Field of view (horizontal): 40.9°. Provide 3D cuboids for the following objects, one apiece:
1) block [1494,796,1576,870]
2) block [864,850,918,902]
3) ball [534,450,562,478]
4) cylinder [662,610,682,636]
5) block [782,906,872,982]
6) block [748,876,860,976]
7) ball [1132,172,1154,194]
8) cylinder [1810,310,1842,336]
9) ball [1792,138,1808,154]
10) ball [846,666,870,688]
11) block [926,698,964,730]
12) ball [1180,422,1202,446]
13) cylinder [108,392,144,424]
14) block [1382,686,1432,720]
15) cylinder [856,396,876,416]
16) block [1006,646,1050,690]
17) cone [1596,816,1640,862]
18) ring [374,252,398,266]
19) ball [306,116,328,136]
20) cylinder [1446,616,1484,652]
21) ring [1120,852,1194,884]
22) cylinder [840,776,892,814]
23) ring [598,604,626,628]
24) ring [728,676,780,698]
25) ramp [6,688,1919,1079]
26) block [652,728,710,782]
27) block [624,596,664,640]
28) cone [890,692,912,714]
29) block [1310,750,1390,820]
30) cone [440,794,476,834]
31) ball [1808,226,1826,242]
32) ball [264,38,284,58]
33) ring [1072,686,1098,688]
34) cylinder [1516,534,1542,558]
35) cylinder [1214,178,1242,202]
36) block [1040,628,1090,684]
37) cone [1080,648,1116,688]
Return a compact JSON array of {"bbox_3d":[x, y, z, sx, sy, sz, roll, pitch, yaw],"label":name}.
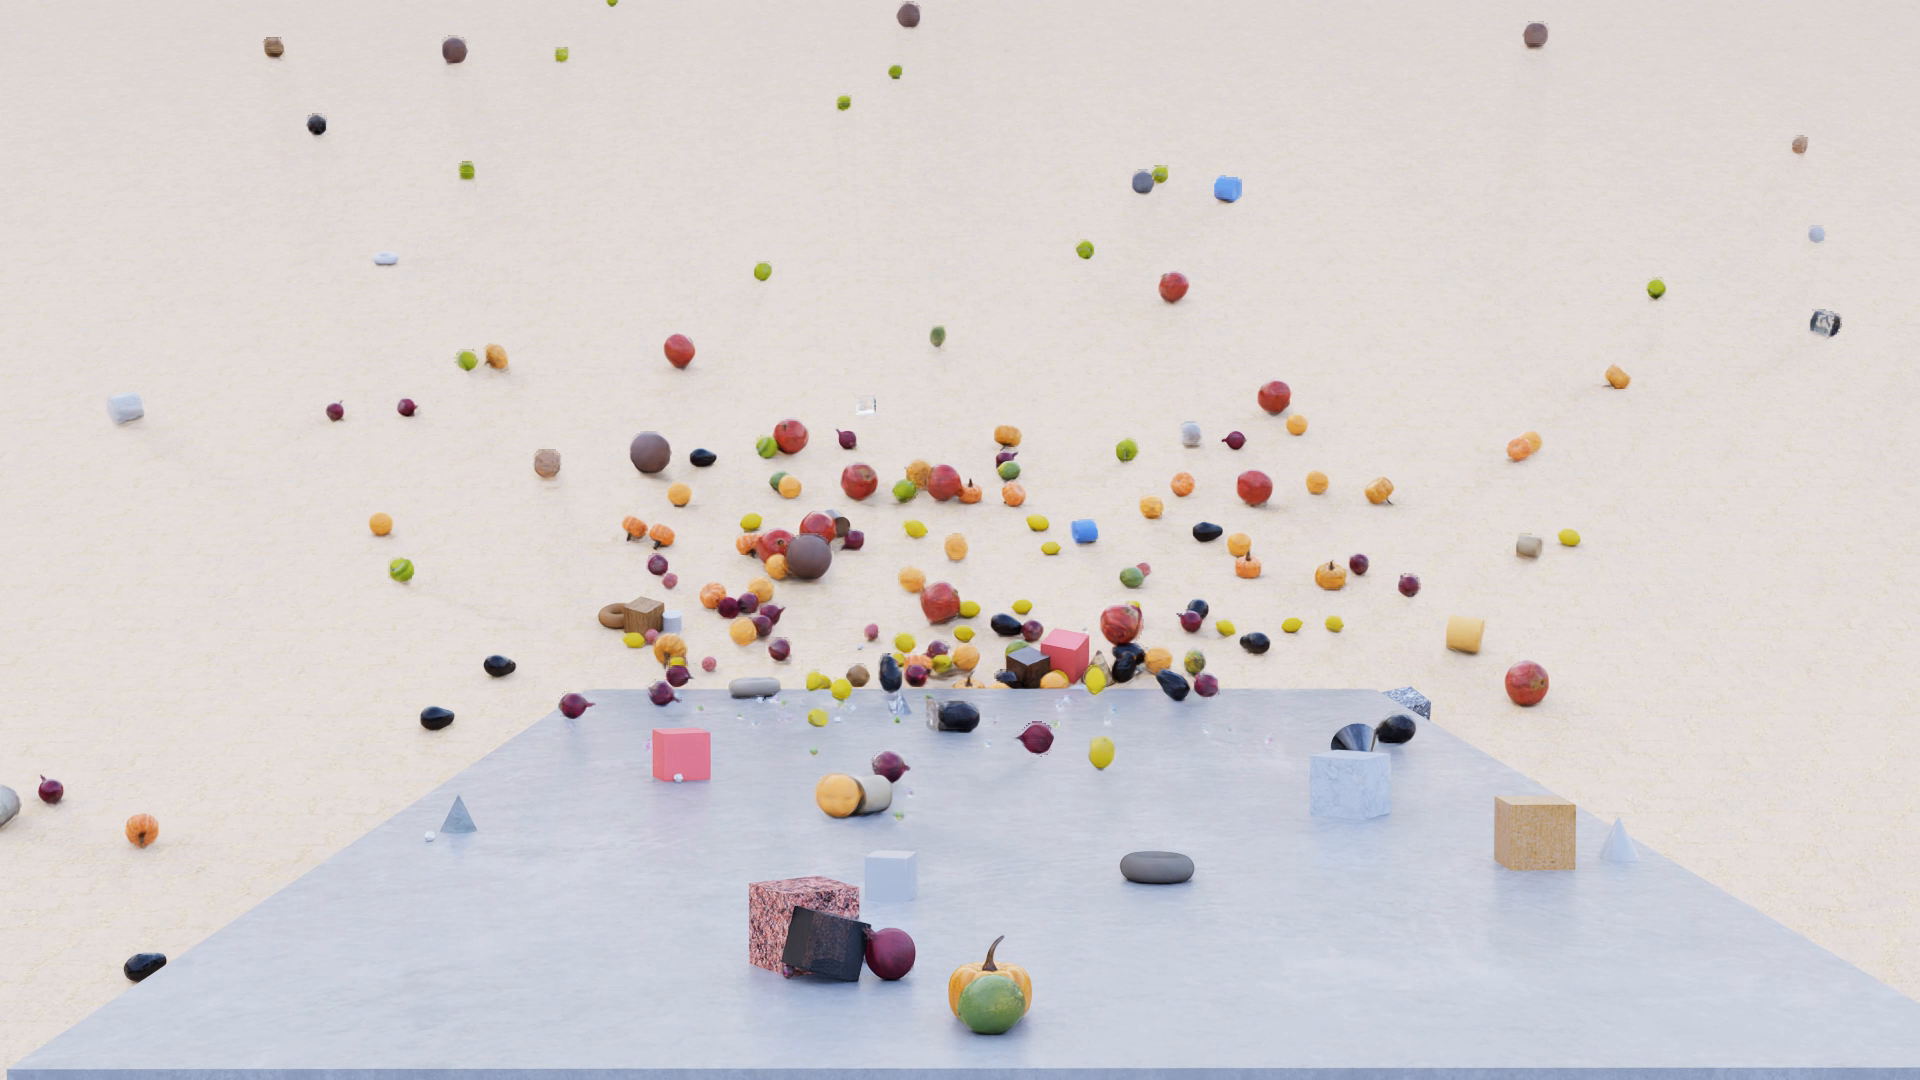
[{"bbox_3d":[0.844,0.430,3.783,0.095,0.095,0.095,0,2,-2],"label":"block"},{"bbox_3d":[-0.094,0.458,3.513,0.059,0.059,0.059,0,2,13],"label":"block"},{"bbox_3d":[-1.289,-0.237,8.040,0.087,0.087,0.087,0,24,0],"label":"ball"},{"bbox_3d":[-0.787,0.226,7.046,0.053,0.053,0.053,0,24,0],"label":"cylinder"},{"bbox_3d":[-0.154,0.465,2.973,0.067,0.067,0.067,18,-8,-32],"label":"block"},{"bbox_3d":[-0.185,0.456,3.050,0.096,0.096,0.096,-1,2,-33],"label":"block"},{"bbox_3d":[0.771,-1.507,10.869,0.094,0.094,0.094,0,24,0],"label":"ball"},{"bbox_3d":[3.109,-0.777,9.257,0.078,0.078,0.078,-20,32,-38],"label":"cylinder"},{"bbox_3d":[3.733,-1.753,11.449,0.069,0.069,0.069,0,24,0],"label":"ball"},{"bbox_3d":[-0.260,0.349,6.580,0.059,0.059,0.059,0,24,0],"label":"ball"},{"bbox_3d":[-0.032,0.380,5.630,0.063,0.063,0.063,-1,2,-25],"label":"block"},{"bbox_3d":[0.743,-0.341,8.290,0.072,0.072,0.072,0,24,0],"label":"ball"},{"bbox_3d":[-2.747,-0.434,8.480,0.087,0.087,0.087,-19,30,-36],"label":"cylinder"},{"bbox_3d":[1.122,0.441,6.515,0.096,0.096,0.096,-10,26,-22],"label":"block"},{"bbox_3d":[-0.313,-0.445,8.539,0.059,0.059,0.059,-5,25,-10],"label":"cylinder"},{"bbox_3d":[0.179,0.339,6.758,0.081,0.081,0.081,-20,31,-37],"label":"block"},{"bbox_3d":[0.983,0.443,3.847,0.063,0.063,0.063,0,2,0],"label":"cone"},{"bbox_3d":[-2.233,-1.095,10.026,0.097,0.032,0.097,-1,23,0],"label":"ring"},{"bbox_3d":[-2.926,-1.886,11.722,0.089,0.089,0.089,0,24,0],"label":"ball"},{"bbox_3d":[1.360,0.253,6.944,0.087,0.087,0.087,9,26,19],"label":"cylinder"},{"bbox_3d":[0.280,0.465,3.658,0.106,0.035,0.106,1,1,0],"label":"ring"},{"bbox_3d":[-0.157,0.427,4.318,0.063,0.063,0.063,2,16,-45],"label":"cylinder"},{"bbox_3d":[-0.940,0.208,7.105,0.116,0.039,0.116,-1,23,0],"label":"ring"},{"bbox_3d":[-0.509,0.364,6.370,0.130,0.043,0.130,-1,3,0],"label":"ring"},{"bbox_3d":[0.055,0.500,4.546,2.000,0.100,4.000,0,2,0],"label":"ramp"},{"bbox_3d":[-0.518,0.398,4.786,0.088,0.088,0.088,-1,2,-21],"label":"block"},{"bbox_3d":[-0.863,0.213,7.043,0.080,0.080,0.080,14,28,29],"label":"block"},{"bbox_3d":[-0.137,0.374,5.936,0.054,0.054,0.054,0,2,0],"label":"cone"},{"bbox_3d":[0.653,0.409,4.313,0.099,0.099,0.099,1,3,35],"label":"block"},{"bbox_3d":[-0.803,0.436,4.127,0.059,0.059,0.059,0,2,0],"label":"cone"},{"bbox_3d":[3.413,-1.217,10.256,0.065,0.065,0.065,0,24,0],"label":"ball"},{"bbox_3d":[-3.483,-2.497,13.075,0.100,0.100,0.100,0,24,0],"label":"ball"},{"bbox_3d":[0.322,0.409,6.653,0.116,0.039,0.116,-2,20,1],"label":"ring"},{"bbox_3d":[1.657,0.019,7.497,0.060,0.060,0.060,12,27,30],"label":"cylinder"},{"bbox_3d":[1.120,-1.470,10.793,0.087,0.087,0.087,14,28,26],"label":"cylinder"},{"bbox_3d":[0.277,0.306,6.810,0.100,0.100,0.100,10,26,22],"label":"block"},{"bbox_3d":[0.365,0.326,6.775,0.093,0.093,0.093,0,24,0],"label":"cone"}]
